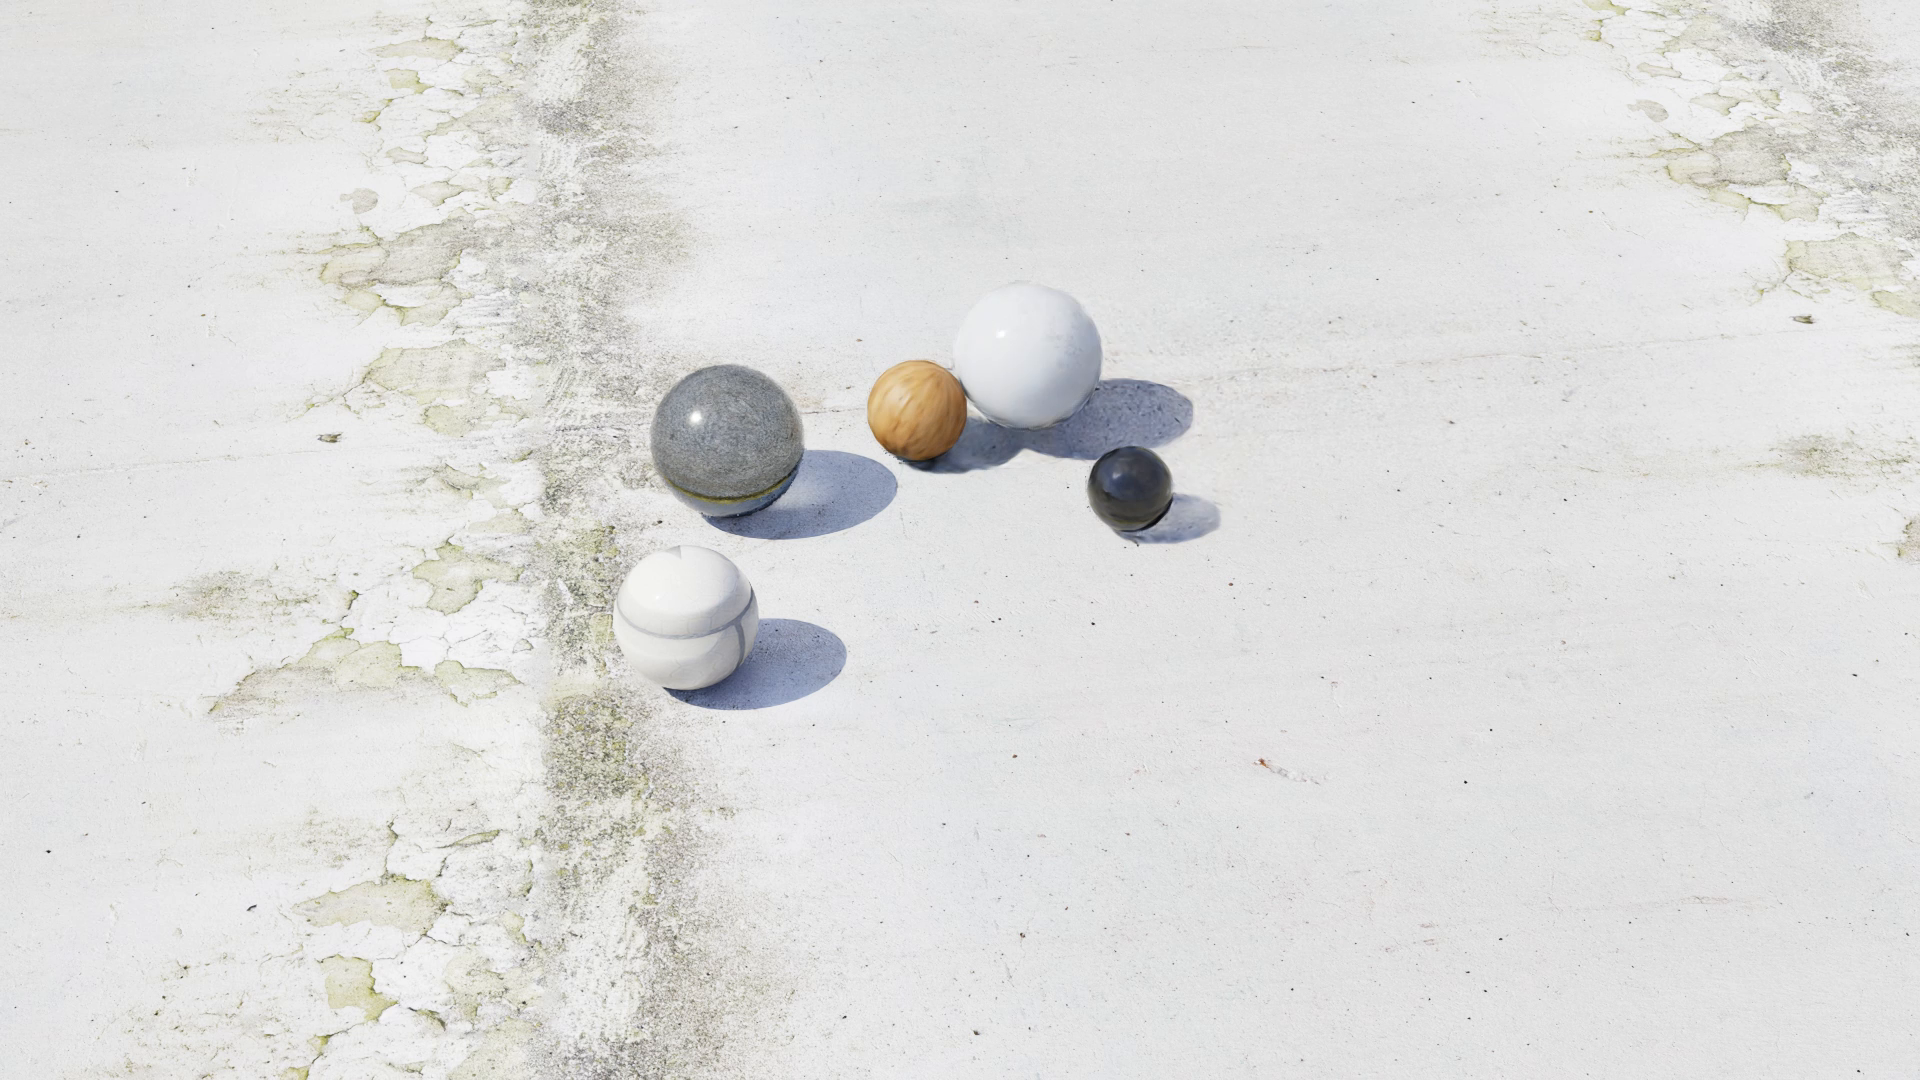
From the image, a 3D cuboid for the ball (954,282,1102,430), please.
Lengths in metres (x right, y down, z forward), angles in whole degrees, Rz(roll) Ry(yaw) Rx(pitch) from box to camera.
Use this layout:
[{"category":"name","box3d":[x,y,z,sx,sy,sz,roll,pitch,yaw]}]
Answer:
[{"category":"ball","box3d":[0.044,-0.117,1.631,0.094,0.094,0.094,0,37,0]}]

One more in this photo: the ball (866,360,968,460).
[{"category":"ball","box3d":[-0.027,-0.082,1.625,0.064,0.064,0.064,0,37,0]}]

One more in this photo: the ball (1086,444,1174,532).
[{"category":"ball","box3d":[0.104,-0.031,1.565,0.053,0.053,0.053,0,37,0]}]

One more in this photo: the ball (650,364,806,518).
[{"category":"ball","box3d":[-0.142,-0.061,1.570,0.095,0.095,0.095,0,37,0]}]

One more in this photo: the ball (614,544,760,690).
[{"category":"ball","box3d":[-0.154,0.044,1.441,0.082,0.082,0.082,0,37,0]}]
